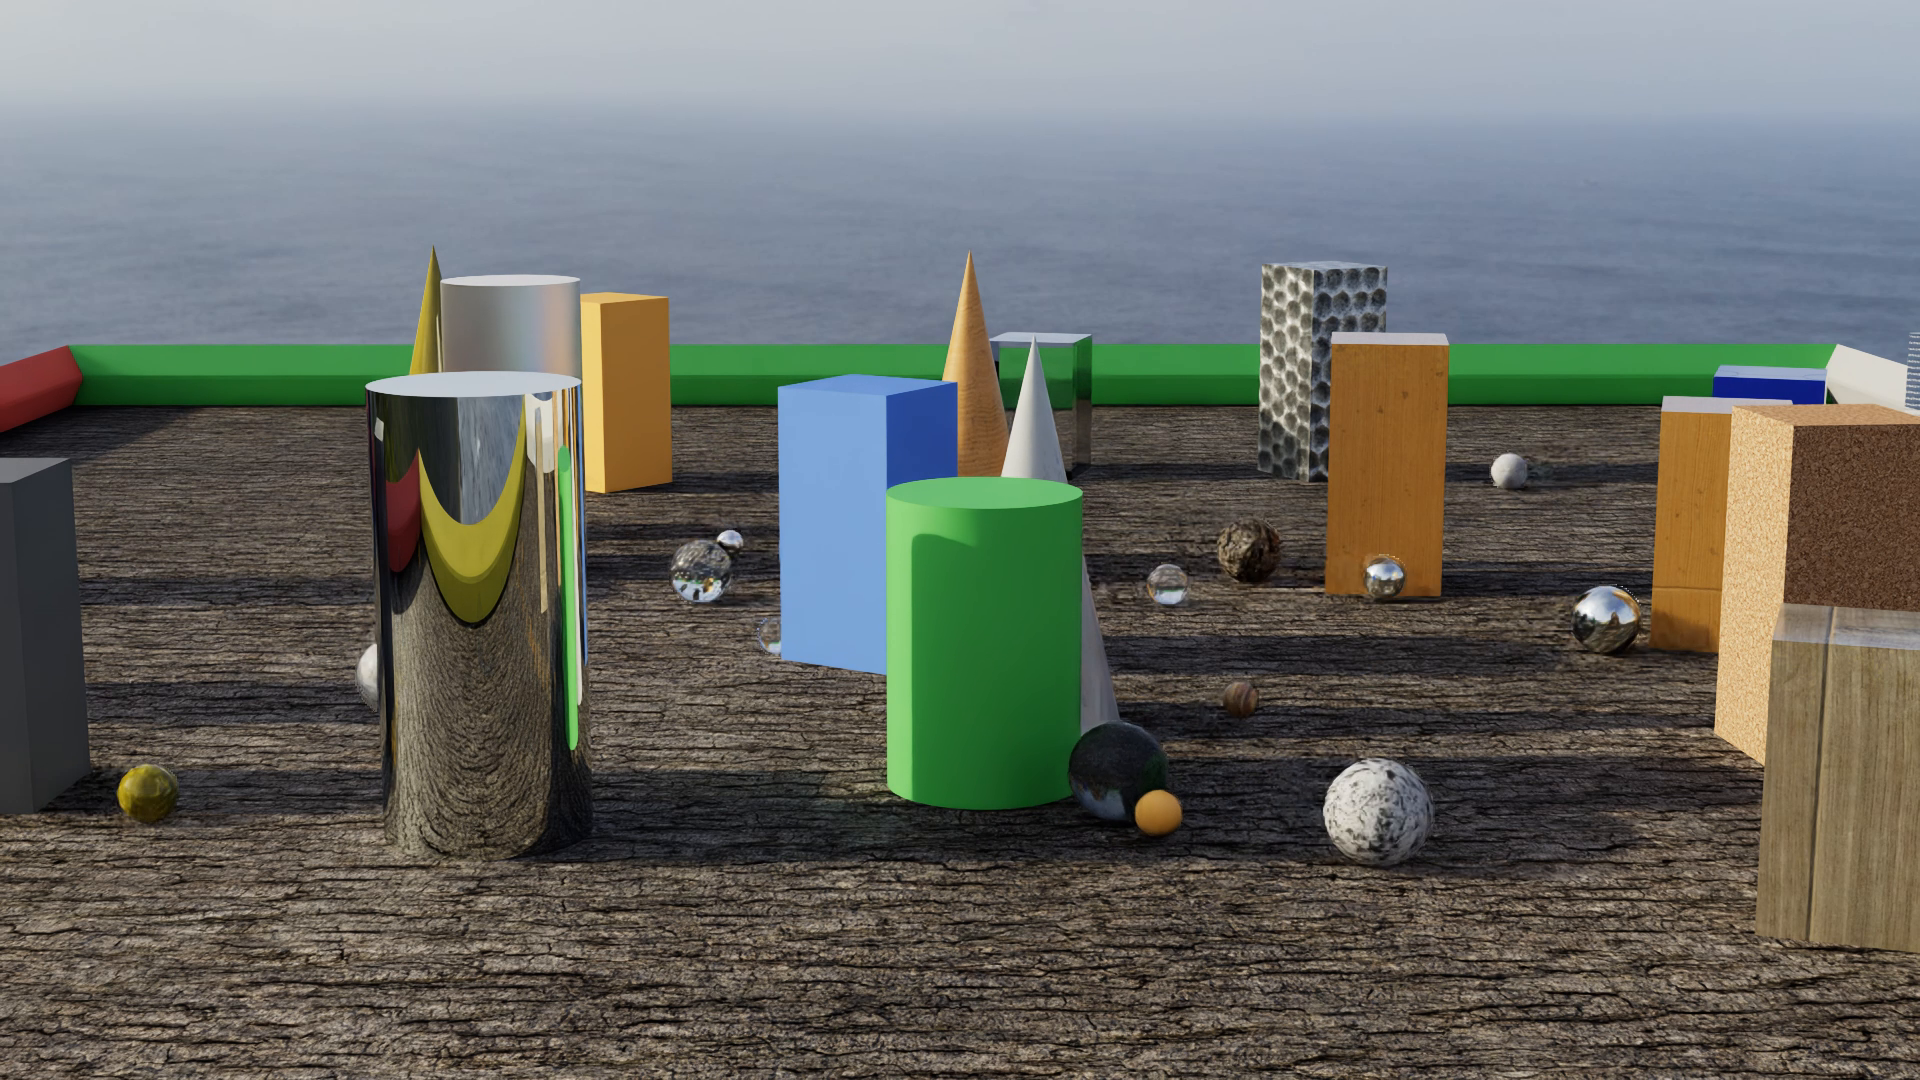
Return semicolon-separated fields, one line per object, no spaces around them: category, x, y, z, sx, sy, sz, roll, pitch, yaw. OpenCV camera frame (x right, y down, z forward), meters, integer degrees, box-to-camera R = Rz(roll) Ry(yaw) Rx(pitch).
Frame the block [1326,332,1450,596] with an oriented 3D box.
block;0.600;-0.110;3.619;0.159;0.350;0.159;2;11;8

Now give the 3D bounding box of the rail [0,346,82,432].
rail;-1.896;0.035;3.438;0.045;0.129;4.319;0;10;0

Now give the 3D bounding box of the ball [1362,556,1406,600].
ball;0.584;0.052;3.532;0.059;0.059;0.059;0;10;0

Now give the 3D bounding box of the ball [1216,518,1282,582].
ball;0.412;0.015;3.656;0.092;0.092;0.092;0;10;0

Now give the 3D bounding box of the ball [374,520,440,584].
ball;-0.787;0.017;3.650;0.091;0.091;0.091;0;10;0

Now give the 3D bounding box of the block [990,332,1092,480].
block;0.143;-0.244;4.635;0.159;0.245;0.159;3;11;15

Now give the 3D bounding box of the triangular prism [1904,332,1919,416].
triangular prism;1.466;-0.121;3.677;0.149;0.350;0.172;-9;14;-41

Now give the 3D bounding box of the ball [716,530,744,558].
ball;-0.345;0.005;3.849;0.041;0.041;0.041;0;10;0

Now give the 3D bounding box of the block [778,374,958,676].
block;-0.112;-0.024;3.181;0.159;0.340;0.159;7;12;32

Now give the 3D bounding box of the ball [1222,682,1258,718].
ball;0.317;0.181;2.902;0.040;0.040;0.040;0;10;0

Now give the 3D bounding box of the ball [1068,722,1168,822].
ball;0.154;0.226;2.502;0.097;0.097;0.097;0;10;0

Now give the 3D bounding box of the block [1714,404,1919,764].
block;0.921;0.047;2.733;0.159;0.364;0.159;-1;11;-6

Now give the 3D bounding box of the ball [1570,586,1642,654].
ball;0.809;0.100;3.212;0.086;0.086;0.086;0;10;0

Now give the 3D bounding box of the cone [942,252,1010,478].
cone;0.015;-0.193;3.746;0.199;0.467;0.199;0;10;0

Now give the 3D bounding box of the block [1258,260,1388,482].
block;0.650;-0.306;4.611;0.159;0.375;0.159;-5;12;-27

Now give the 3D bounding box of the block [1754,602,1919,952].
block;0.776;0.200;2.201;0.159;0.256;0.159;4;11;20

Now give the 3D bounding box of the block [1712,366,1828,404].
block;1.231;-0.122;3.914;0.159;0.267;0.159;4;11;19

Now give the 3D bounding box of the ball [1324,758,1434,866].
ball;0.385;0.251;2.361;0.099;0.099;0.099;0;10;0

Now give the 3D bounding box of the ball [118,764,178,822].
ball;-0.793;0.246;2.503;0.056;0.056;0.056;0;10;0

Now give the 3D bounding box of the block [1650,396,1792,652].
block;0.971;-0.021;3.272;0.159;0.303;0.159;3;11;16

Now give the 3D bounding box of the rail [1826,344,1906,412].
rail;1.896;0.031;3.459;0.045;0.129;4.319;0;10;0

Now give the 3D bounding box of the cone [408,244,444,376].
cone;-0.817;-0.237;4.018;0.199;0.454;0.199;0;10;0

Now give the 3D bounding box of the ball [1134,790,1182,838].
ball;0.189;0.261;2.453;0.045;0.045;0.045;0;10;0

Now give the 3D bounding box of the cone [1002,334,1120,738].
cone;0.081;-0.012;2.846;0.199;0.439;0.199;0;10;0

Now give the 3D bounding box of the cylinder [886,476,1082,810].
cylinder;0.025;0.101;2.613;0.199;0.303;0.199;0;10;0

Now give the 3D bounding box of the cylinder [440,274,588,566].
cylinder;-0.648;-0.167;3.734;0.199;0.421;0.199;0;10;0

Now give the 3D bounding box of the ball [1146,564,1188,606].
ball;0.284;0.061;3.503;0.057;0.057;0.057;0;10;0

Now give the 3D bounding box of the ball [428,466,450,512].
ball;-0.839;-0.084;4.234;0.075;0.075;0.075;0;10;0

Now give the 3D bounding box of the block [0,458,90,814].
block;-0.990;0.093;2.577;0.159;0.331;0.159;0;10;1

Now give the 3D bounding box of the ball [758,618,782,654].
ball;-0.230;0.121;3.213;0.045;0.045;0.045;0;10;0

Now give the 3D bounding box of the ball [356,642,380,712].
ball;-0.638;0.154;2.909;0.090;0.090;0.090;0;10;0

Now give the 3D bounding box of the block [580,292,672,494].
block;-0.622;-0.262;4.506;0.159;0.327;0.159;9;14;40

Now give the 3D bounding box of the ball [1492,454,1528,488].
ball;0.956;-0.120;4.466;0.062;0.062;0.062;0;10;0

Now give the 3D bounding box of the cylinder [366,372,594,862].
cylinder;-0.454;0.067;2.435;0.199;0.433;0.199;0;10;0

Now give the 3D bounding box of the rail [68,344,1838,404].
rail;-0.012;-0.355;5.549;3.839;0.129;0.045;0;10;0

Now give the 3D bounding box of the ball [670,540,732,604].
ball;-0.355;0.043;3.517;0.086;0.086;0.086;0;10;0
